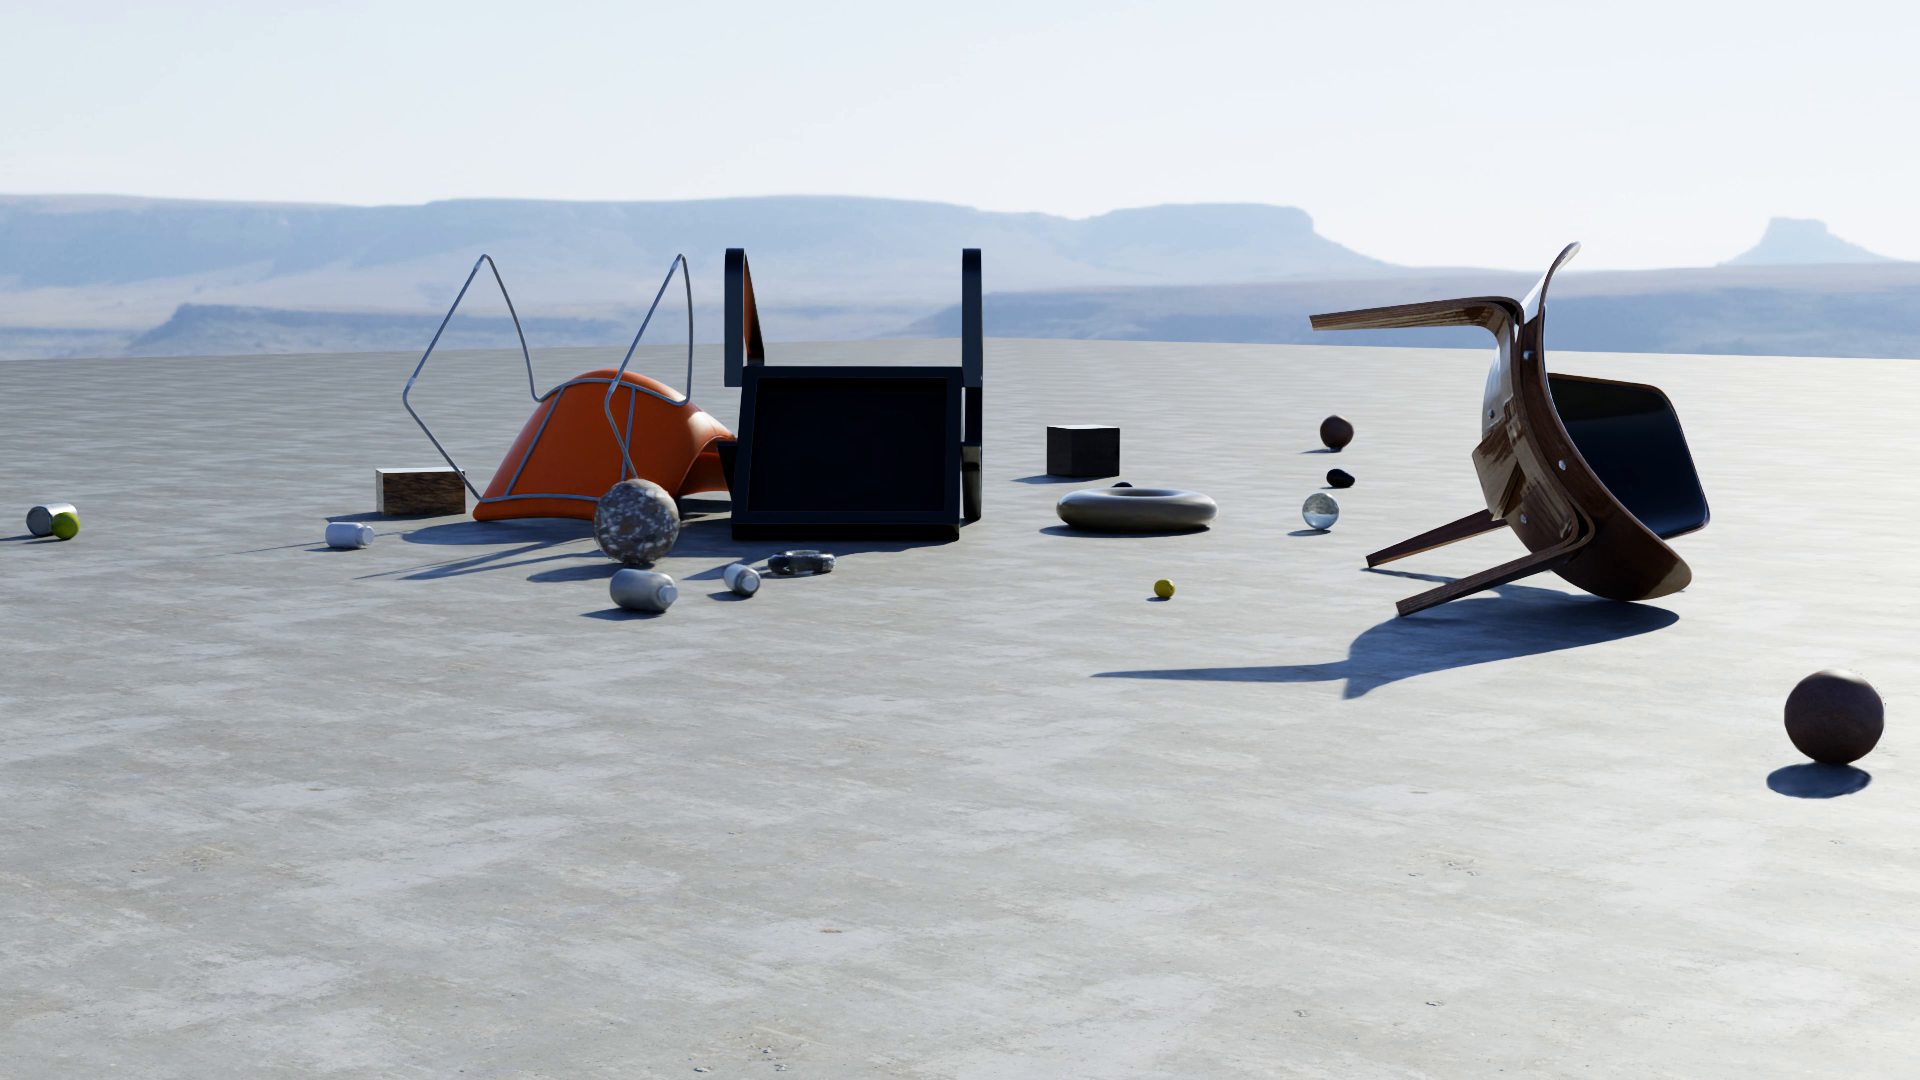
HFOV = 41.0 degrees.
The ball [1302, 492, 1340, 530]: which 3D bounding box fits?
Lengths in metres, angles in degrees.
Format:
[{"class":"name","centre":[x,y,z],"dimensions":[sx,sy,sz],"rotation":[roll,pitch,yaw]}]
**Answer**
[{"class":"ball","centre":[0.938,-0.075,6.667],"dimensions":[0.098,0.098,0.098],"rotation":[0,6,0]}]

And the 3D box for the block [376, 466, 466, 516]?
[{"class":"block","centre":[-1.504,-0.136,7.152],"dimensions":[0.224,0.119,0.150],"rotation":[-2,6,-20]}]

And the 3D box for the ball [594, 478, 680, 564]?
[{"class":"ball","centre":[-0.739,-0.041,5.861],"dimensions":[0.196,0.196,0.196],"rotation":[0,6,0]}]

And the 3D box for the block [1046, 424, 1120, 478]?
[{"class":"block","centre":[0.407,-0.295,8.492],"dimensions":[0.180,0.160,0.175],"rotation":[-3,7,-26]}]

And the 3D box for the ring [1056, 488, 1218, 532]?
[{"class":"ring","centre":[0.466,-0.080,6.740],"dimensions":[0.429,0.092,0.374],"rotation":[0,7,-3]}]

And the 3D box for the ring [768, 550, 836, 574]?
[{"class":"ring","centre":[-0.352,0.050,5.722],"dimensions":[0.132,0.044,0.184],"rotation":[5,7,35]}]
